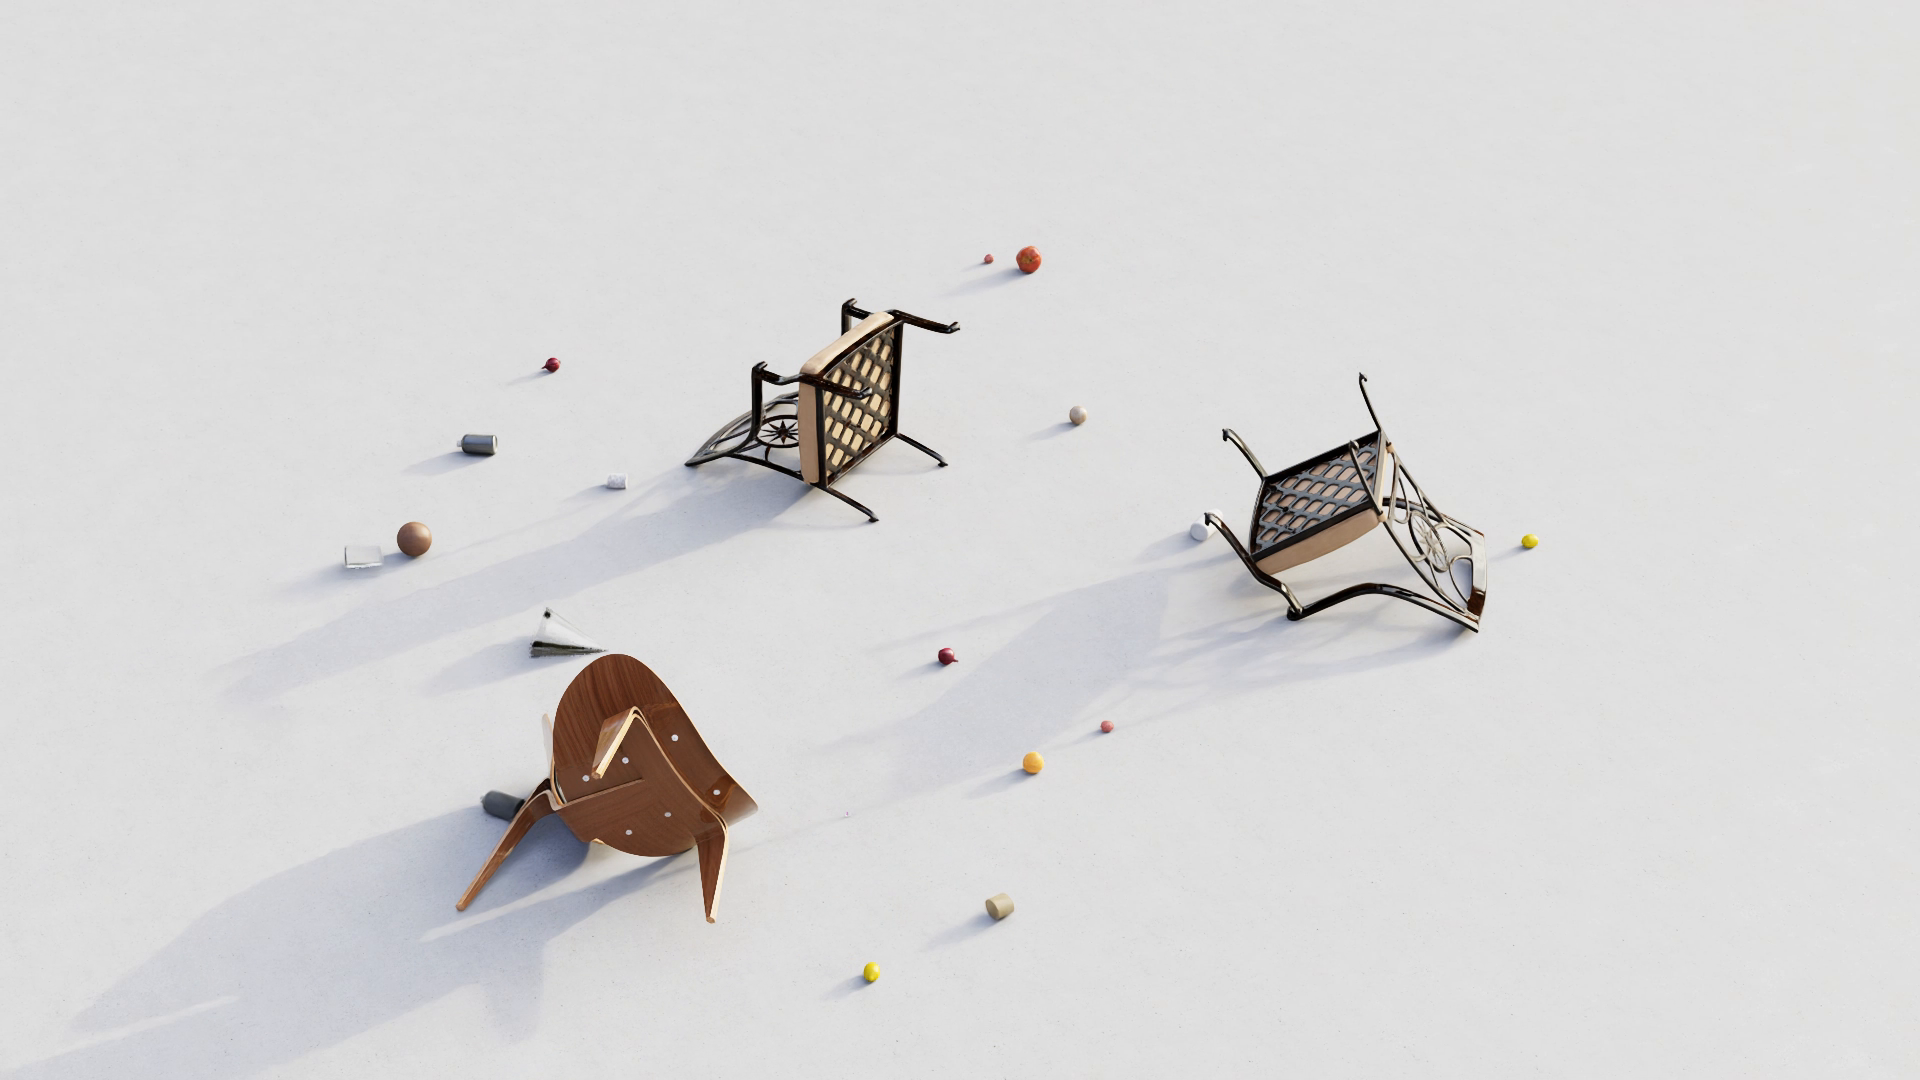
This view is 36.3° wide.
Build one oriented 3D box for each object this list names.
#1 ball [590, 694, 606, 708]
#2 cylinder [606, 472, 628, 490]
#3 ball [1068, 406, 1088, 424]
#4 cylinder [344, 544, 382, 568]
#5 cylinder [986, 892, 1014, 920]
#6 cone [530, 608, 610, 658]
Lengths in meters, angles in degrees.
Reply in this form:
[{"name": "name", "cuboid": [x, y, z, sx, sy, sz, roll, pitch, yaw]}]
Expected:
[{"name": "ball", "cuboid": [-1.243, 0.552, 10.058, 0.053, 0.053, 0.053, 0, 33, 0]}, {"name": "cylinder", "cuboid": [-1.314, -0.229, 11.245, 0.071, 0.052, 0.066, 9, 42, -1]}, {"name": "ball", "cuboid": [0.469, -0.496, 11.630, 0.074, 0.074, 0.074, 0, 33, 0]}, {"name": "cylinder", "cuboid": [-2.195, 0.058, 10.781, 0.124, 0.080, 0.093, -3, 3, -5]}, {"name": "cylinder", "cuboid": [0.124, 1.143, 9.149, 0.058, 0.067, 0.078, -20, 23, -27]}, {"name": "cone", "cuboid": [-1.361, 0.359, 10.346, 0.254, 0.123, 0.243, 15, 38, -2]}]
